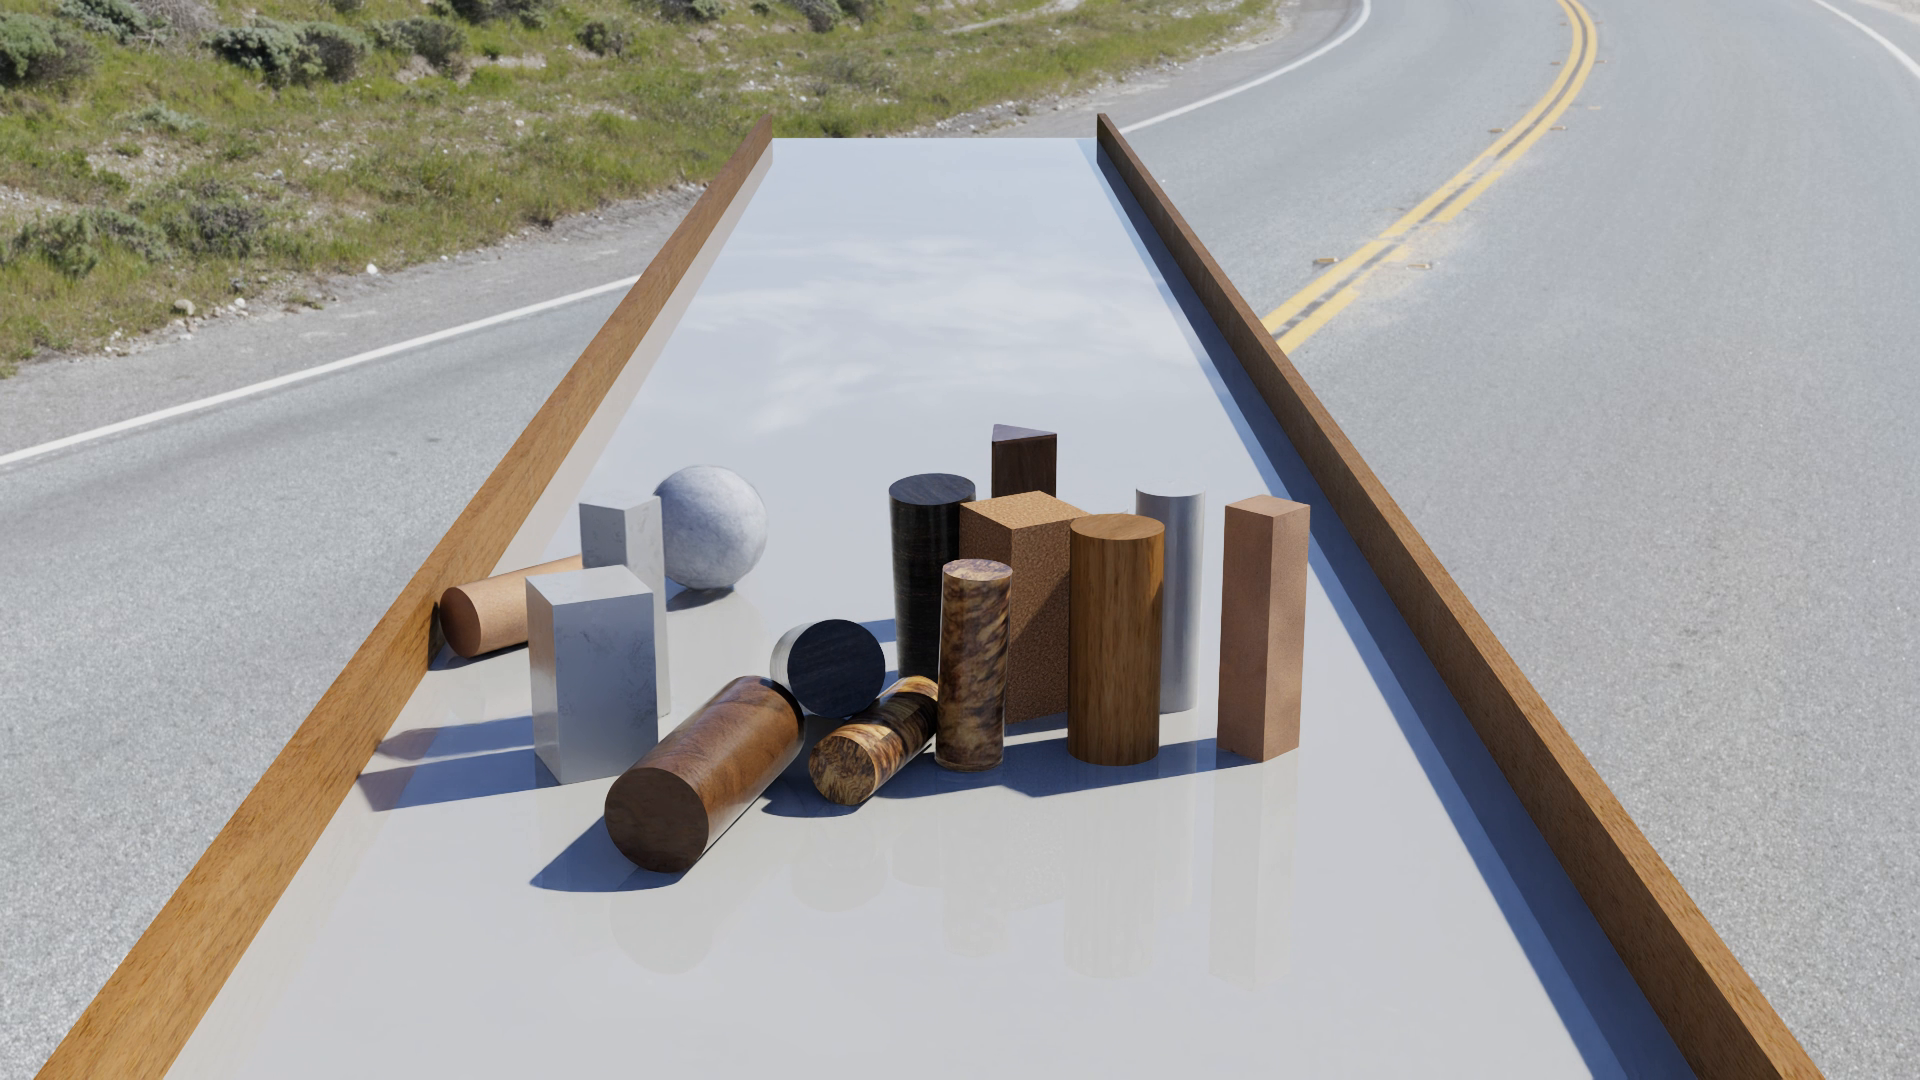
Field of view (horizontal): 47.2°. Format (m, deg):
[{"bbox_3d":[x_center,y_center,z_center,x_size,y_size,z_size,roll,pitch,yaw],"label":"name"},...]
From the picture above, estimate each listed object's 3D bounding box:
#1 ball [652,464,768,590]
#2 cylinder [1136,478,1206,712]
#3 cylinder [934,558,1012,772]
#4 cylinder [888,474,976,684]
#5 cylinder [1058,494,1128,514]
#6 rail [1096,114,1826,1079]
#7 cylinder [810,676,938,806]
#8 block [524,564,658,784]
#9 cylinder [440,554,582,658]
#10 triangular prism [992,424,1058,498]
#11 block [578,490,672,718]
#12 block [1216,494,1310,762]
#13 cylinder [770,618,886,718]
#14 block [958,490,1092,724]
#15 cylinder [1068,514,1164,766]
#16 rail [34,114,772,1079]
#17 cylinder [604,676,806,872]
[{"bbox_3d":[-0.559,-0.027,4.835,0.276,0.276,0.276,0,17,0],"label":"ball"},{"bbox_3d":[0.390,0.104,4.135,0.129,0.422,0.129,0,17,0],"label":"cylinder"},{"bbox_3d":[0.023,0.220,3.859,0.121,0.353,0.121,2,17,-1],"label":"cylinder"},{"bbox_3d":[-0.046,0.083,4.233,0.165,0.391,0.165,-2,23,1],"label":"cylinder"},{"bbox_3d":[0.255,0.086,4.370,0.154,0.323,0.154,0,17,0],"label":"cylinder"},{"bbox_3d":[0.932,-0.844,7.801,0.050,0.150,12.000,0,17,-1],"label":"rail"},{"bbox_3d":[-0.137,0.346,3.844,0.125,0.125,0.320,7,18,22],"label":"cylinder"},{"bbox_3d":[-0.646,0.234,3.867,0.177,0.326,0.177,-7,18,-25],"label":"block"},{"bbox_3d":[-0.876,0.128,4.540,0.147,0.147,0.369,15,22,42],"label":"cylinder"},{"bbox_3d":[0.105,-0.034,4.634,0.151,0.404,0.131,-8,18,-26],"label":"triangular prism"},{"bbox_3d":[-0.617,0.128,4.058,0.105,0.419,0.105,9,18,29],"label":"block"},{"bbox_3d":[0.538,0.156,3.906,0.105,0.453,0.105,-16,23,-42],"label":"block"},{"bbox_3d":[-0.243,0.231,3.963,0.171,0.171,0.350,-3,-3,-10],"label":"cylinder"},{"bbox_3d":[0.119,0.124,4.133,0.178,0.381,0.178,-10,21,-30],"label":"block"},{"bbox_3d":[0.275,0.176,3.903,0.165,0.417,0.165,0,17,0],"label":"cylinder"},{"bbox_3d":[-1.118,-0.838,7.780,0.050,0.150,12.000,0,17,-1],"label":"rail"},{"bbox_3d":[-0.414,0.379,3.639,0.178,0.178,0.433,5,17,16],"label":"cylinder"}]
